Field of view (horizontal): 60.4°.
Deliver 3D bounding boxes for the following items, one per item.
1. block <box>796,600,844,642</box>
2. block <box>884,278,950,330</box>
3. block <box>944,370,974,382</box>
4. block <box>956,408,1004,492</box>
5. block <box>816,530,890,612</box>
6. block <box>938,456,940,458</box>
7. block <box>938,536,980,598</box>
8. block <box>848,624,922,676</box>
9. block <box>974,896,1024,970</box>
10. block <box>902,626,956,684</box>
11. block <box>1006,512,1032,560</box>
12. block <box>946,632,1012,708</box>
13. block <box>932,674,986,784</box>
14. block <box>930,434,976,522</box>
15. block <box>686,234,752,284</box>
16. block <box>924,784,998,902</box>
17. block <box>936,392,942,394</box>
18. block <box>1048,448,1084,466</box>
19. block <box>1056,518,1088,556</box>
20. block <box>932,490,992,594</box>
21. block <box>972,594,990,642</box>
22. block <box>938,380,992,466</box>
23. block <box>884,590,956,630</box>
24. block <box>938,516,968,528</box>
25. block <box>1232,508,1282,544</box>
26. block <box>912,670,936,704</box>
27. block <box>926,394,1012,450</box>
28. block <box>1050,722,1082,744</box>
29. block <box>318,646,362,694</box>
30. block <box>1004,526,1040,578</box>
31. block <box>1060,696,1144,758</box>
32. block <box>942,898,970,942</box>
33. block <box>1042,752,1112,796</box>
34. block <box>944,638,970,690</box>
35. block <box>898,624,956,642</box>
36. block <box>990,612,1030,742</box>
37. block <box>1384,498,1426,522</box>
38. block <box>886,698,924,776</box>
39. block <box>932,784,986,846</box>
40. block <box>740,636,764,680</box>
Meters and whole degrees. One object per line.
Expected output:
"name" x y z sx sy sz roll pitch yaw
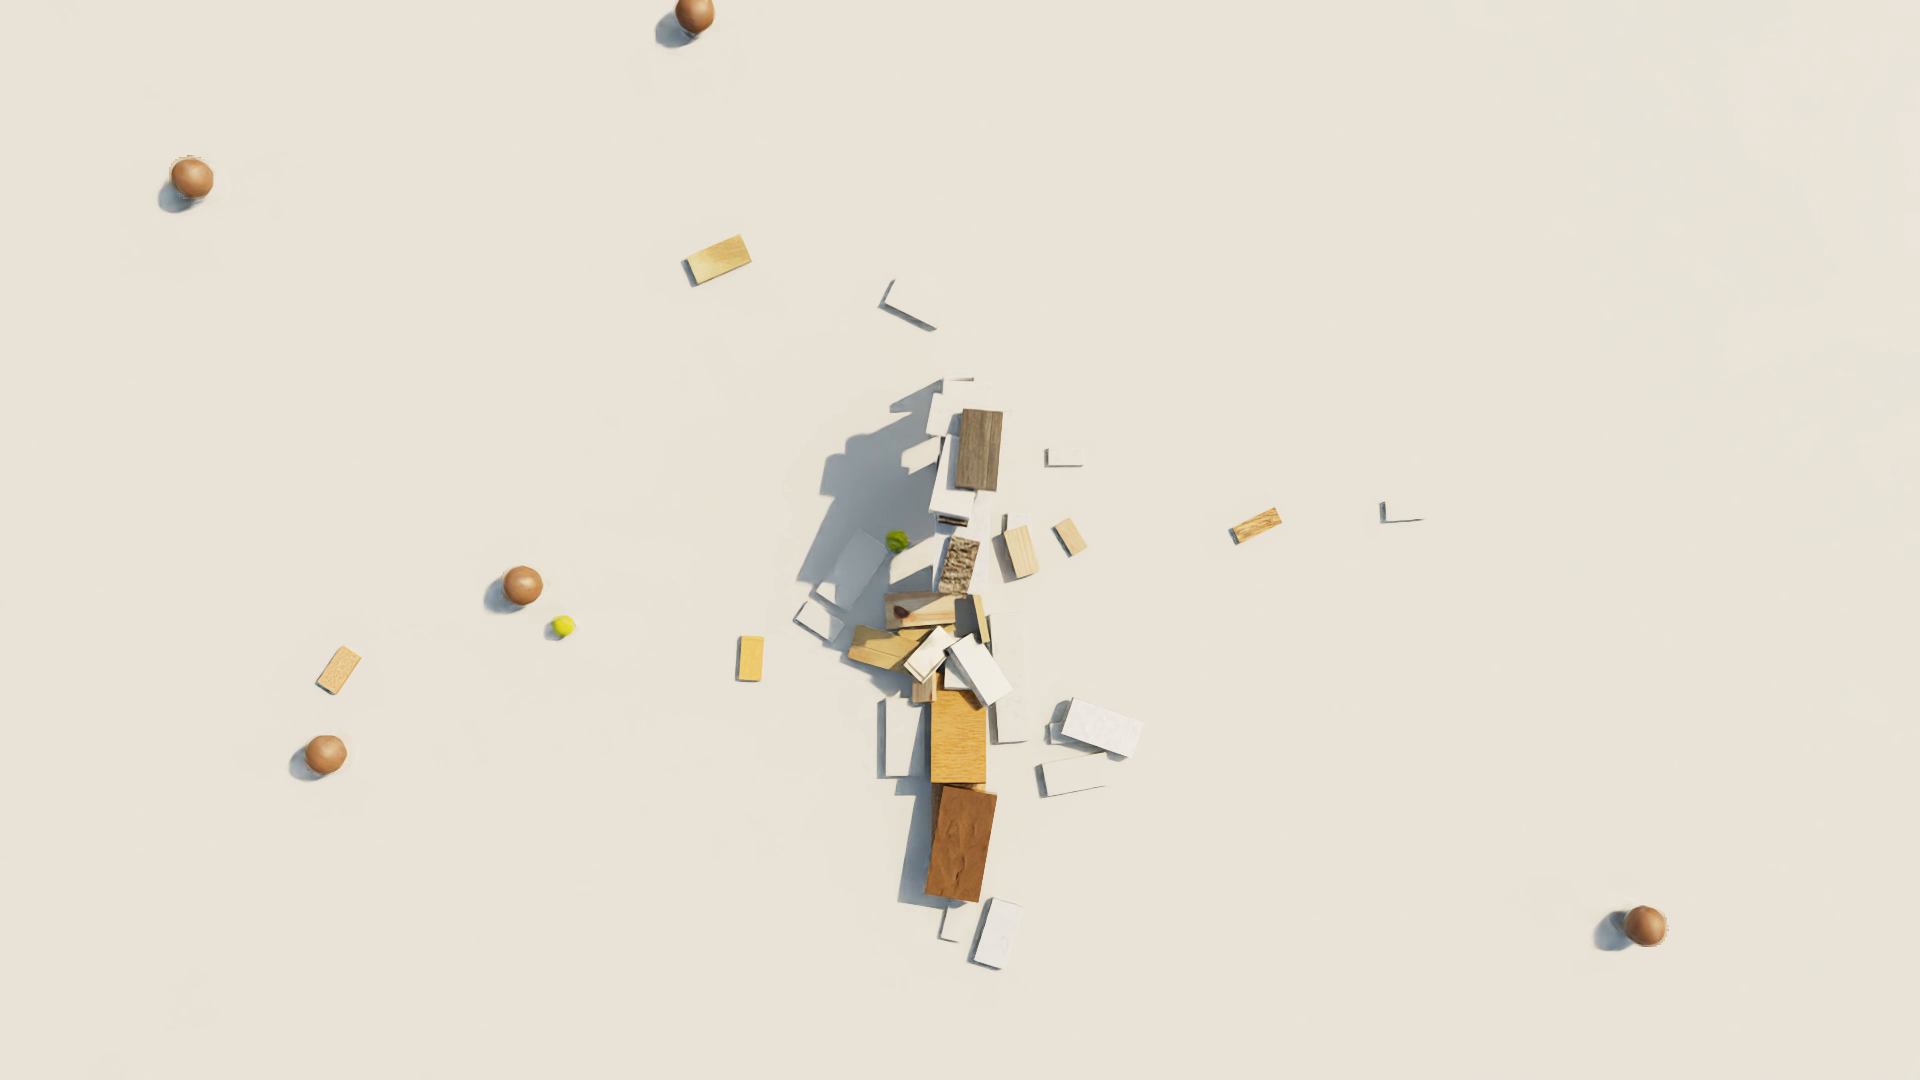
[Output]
"block" -0.464 0.271 5.490 0.145 0.021 0.072 33 90 0
"block" -0.142 -0.789 5.486 0.194 0.027 0.097 26 90 0
"block" -0.003 -0.533 5.403 0.097 0.194 0.027 -4 90 0
"block" 0.060 -0.277 5.062 0.126 0.036 0.251 5 72 0
"block" -0.356 0.101 5.482 0.125 0.035 0.250 34 90 0
"block" 0.004 -0.244 5.348 0.152 0.303 0.043 1 90 0
"block" -0.003 0.083 5.100 0.090 0.026 0.181 14 90 0
"block" -0.246 0.366 5.463 0.229 0.032 0.114 15 88 10
"block" 0.130 1.307 5.485 0.107 0.030 0.214 17 90 0
"block" -0.099 0.378 5.418 0.090 0.026 0.181 45 70 -6
"block" 0.195 -0.011 5.489 0.080 0.023 0.159 3 90 0
"block" 0.064 0.426 5.425 0.114 0.032 0.229 -30 85 -35
"block" -0.004 0.620 5.433 0.179 0.051 0.358 0 76 0
"block" -0.007 -0.192 5.072 0.126 0.036 0.251 12 72 3
"block" -0.800 -0.934 5.486 0.194 0.027 0.097 -23 90 0
"block" 0.004 0.997 5.424 0.179 0.051 0.358 10 90 0
"block" 0.002 -0.445 5.348 0.152 0.303 0.043 0 90 0
"block" 0.353 -0.278 5.492 0.117 0.017 0.059 0 90 0
"block" 0.371 -0.011 5.492 0.059 0.017 0.117 -31 90 0
"block" 0.005 -0.004 5.136 0.170 0.048 0.339 2 90 0
"block" 0.069 0.250 5.457 0.024 0.086 0.173 -11 90 -1
"block" 0.016 -0.344 5.175 0.152 0.043 0.303 3 90 0
"block" -0.132 0.228 5.465 0.229 0.032 0.114 -5 80 4
"block" -0.003 -0.154 5.091 0.090 0.026 0.222 9 72 2
"block" 0.989 -0.049 5.492 0.156 0.017 0.058 -26 90 0
"block" -0.119 0.457 5.450 0.080 0.023 0.159 -10 73 32
"block" 0.029 -0.370 5.136 0.251 0.036 0.126 12 90 0
"block" 0.368 0.639 5.491 0.133 0.019 0.067 -5 90 0
"block" -2.065 0.432 5.490 0.072 0.021 0.145 34 90 0
"block" 0.205 0.038 5.466 0.080 0.023 0.159 -17 90 0
"block" 0.471 0.621 5.467 0.250 0.035 0.125 20 87 -6
"block" -0.015 1.264 5.491 0.067 0.019 0.133 13 90 0
"block" 0.388 0.777 5.485 0.214 0.030 0.107 -11 90 0
"block" -0.004 0.409 5.452 0.086 0.024 0.173 2 65 1
"block" -0.110 0.301 5.488 0.173 0.024 0.086 -28 90 0
"block" 0.167 0.455 5.485 0.107 0.030 0.426 -4 90 0
"block" 1.482 -0.100 5.491 0.133 0.019 0.067 -4 90 0
"block" -0.182 0.653 5.482 0.125 0.035 0.255 0 90 0
"block" -0.004 0.841 5.475 0.179 0.051 0.358 0 90 0
"block" -0.693 0.392 5.490 0.072 0.021 0.145 4 90 0
